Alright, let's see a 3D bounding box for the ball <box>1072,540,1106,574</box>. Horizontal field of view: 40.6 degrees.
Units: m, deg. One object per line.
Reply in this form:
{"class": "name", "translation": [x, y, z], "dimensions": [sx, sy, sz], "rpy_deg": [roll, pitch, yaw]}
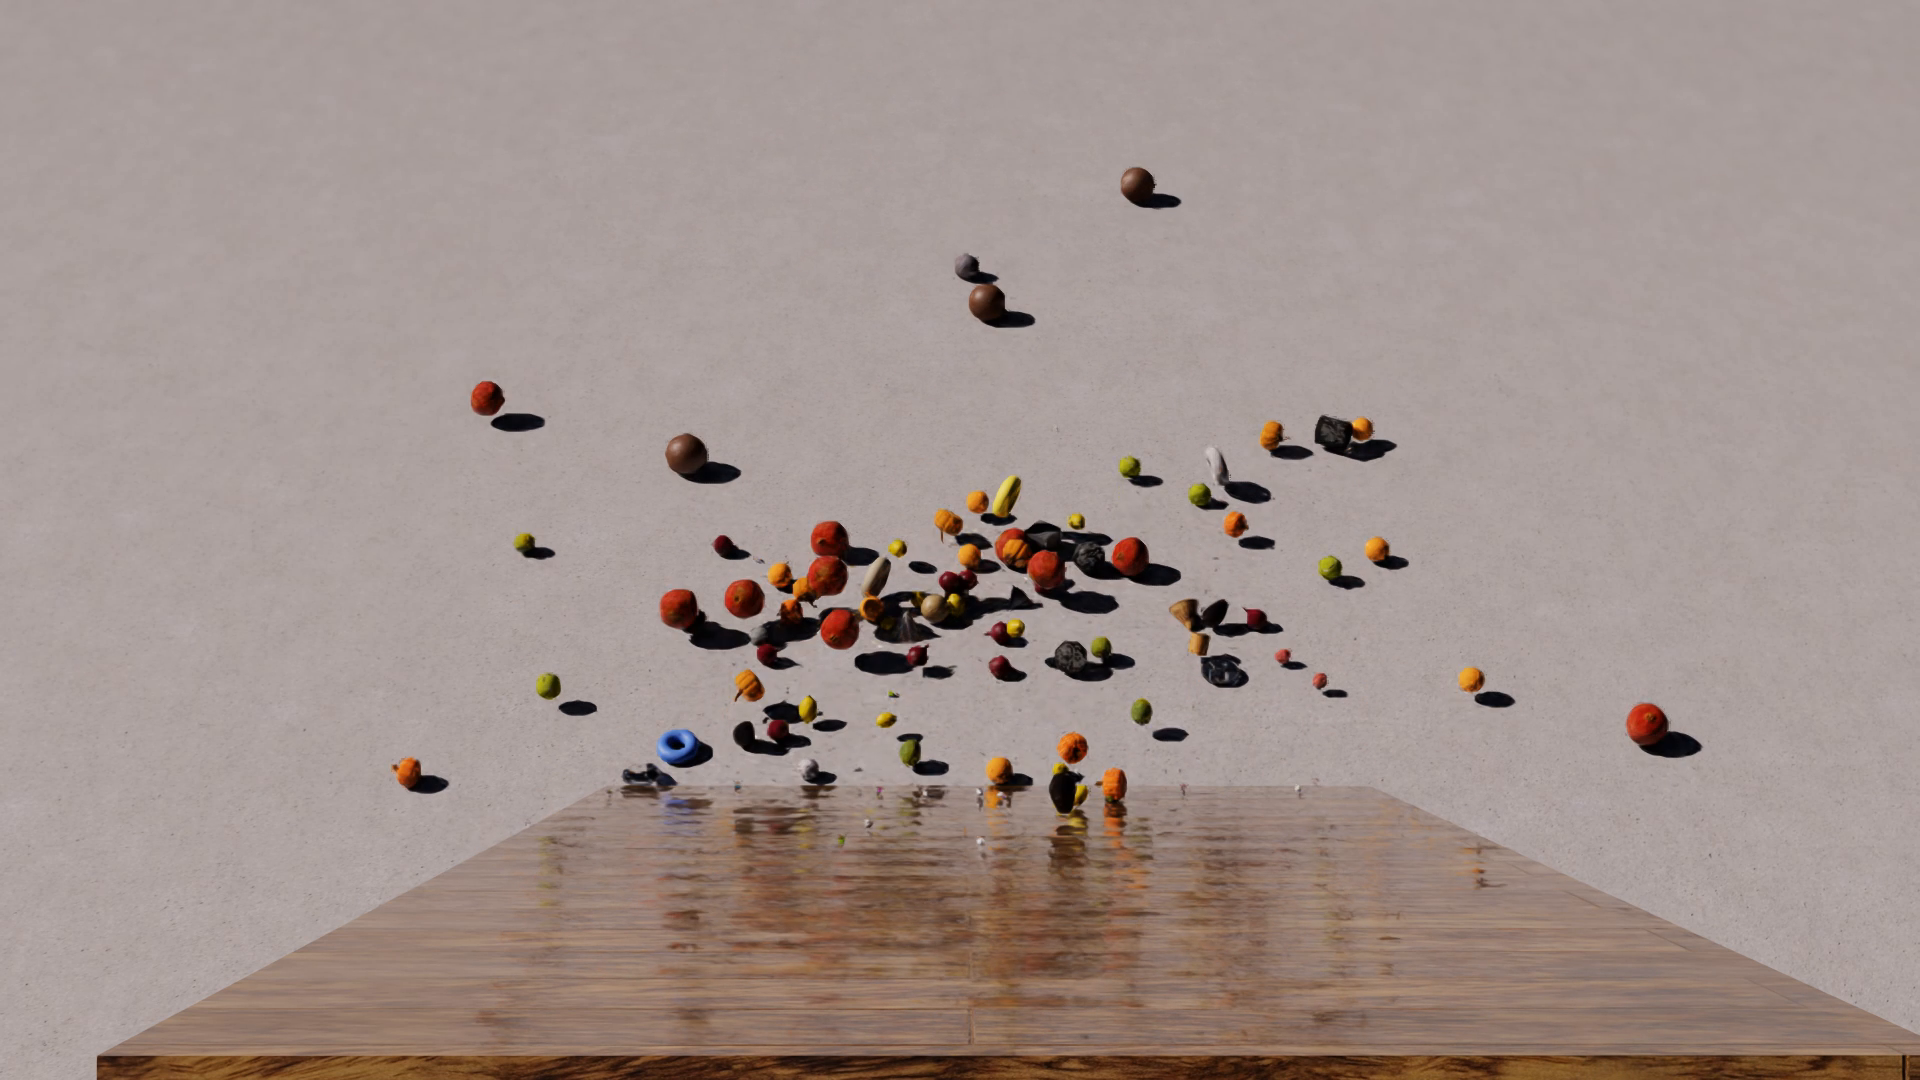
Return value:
{"class": "ball", "translation": [0.385, 0.050, 7.731], "dimensions": [0.096, 0.096, 0.096], "rpy_deg": [0, 34, 0]}

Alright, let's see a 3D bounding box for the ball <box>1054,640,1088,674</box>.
{"class": "ball", "translation": [0.312, 0.331, 7.313], "dimensions": [0.093, 0.093, 0.093], "rpy_deg": [0, 34, 0]}

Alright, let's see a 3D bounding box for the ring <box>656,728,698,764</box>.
{"class": "ring", "translation": [-0.763, 0.557, 7.011], "dimensions": [0.116, 0.039, 0.116], "rpy_deg": [0, 42, 0]}

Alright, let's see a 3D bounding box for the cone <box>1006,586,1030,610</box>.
{"class": "cone", "translation": [0.158, 0.182, 7.594], "dimensions": [0.067, 0.067, 0.067], "rpy_deg": [30, 70, 37]}

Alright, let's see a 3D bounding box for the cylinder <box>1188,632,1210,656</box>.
{"class": "cylinder", "translation": [0.677, 0.294, 7.349], "dimensions": [0.055, 0.055, 0.055], "rpy_deg": [12, 5, -1]}

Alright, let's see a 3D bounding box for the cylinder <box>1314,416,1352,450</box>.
{"class": "cylinder", "translation": [1.194, -0.343, 8.296], "dimensions": [0.091, 0.091, 0.091], "rpy_deg": [15, 36, 27]}

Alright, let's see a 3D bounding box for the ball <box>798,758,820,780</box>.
{"class": "ball", "translation": [-0.404, 0.611, 6.925], "dimensions": [0.057, 0.057, 0.057], "rpy_deg": [0, 34, 0]}

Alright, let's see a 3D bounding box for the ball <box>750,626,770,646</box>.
{"class": "ball", "translation": [-0.572, 0.277, 7.425], "dimensions": [0.059, 0.059, 0.059], "rpy_deg": [0, 34, 0]}

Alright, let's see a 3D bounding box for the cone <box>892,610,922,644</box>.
{"class": "cone", "translation": [-0.152, 0.236, 7.459], "dimensions": [0.090, 0.090, 0.090], "rpy_deg": [0, 34, 0]}

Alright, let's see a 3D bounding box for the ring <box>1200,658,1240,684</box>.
{"class": "ring", "translation": [0.732, 0.369, 7.306], "dimensions": [0.108, 0.036, 0.108], "rpy_deg": [0, 30, 0]}

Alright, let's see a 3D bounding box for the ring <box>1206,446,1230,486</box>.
{"class": "ring", "translation": [0.801, -0.230, 8.079], "dimensions": [0.044, 0.131, 0.131], "rpy_deg": [-21, 36, -2]}

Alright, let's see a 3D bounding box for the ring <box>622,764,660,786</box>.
{"class": "ring", "translation": [-0.849, 0.624, 6.911], "dimensions": [0.105, 0.035, 0.105], "rpy_deg": [-3, 17, 1]}

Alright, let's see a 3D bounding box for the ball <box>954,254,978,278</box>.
{"class": "ball", "translation": [0.023, -0.979, 9.286], "dimensions": [0.088, 0.088, 0.088], "rpy_deg": [0, 34, 0]}

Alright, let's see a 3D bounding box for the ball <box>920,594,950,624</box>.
{"class": "ball", "translation": [-0.072, 0.199, 7.519], "dimensions": [0.084, 0.084, 0.084], "rpy_deg": [0, 34, 0]}

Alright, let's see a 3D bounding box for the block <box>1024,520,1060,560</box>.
{"class": "block", "translation": [0.249, -0.001, 7.826], "dimensions": [0.076, 0.076, 0.076], "rpy_deg": [21, 39, 29]}

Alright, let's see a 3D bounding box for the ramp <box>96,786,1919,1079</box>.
{"class": "ramp", "translation": [0.074, 0.648, 4.778], "dimensions": [2.000, 0.100, 4.000], "rpy_deg": [0, -1, 0]}

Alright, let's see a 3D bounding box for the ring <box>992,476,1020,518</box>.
{"class": "ring", "translation": [0.141, -0.130, 7.806], "dimensions": [0.046, 0.138, 0.138], "rpy_deg": [25, 39, 10]}
